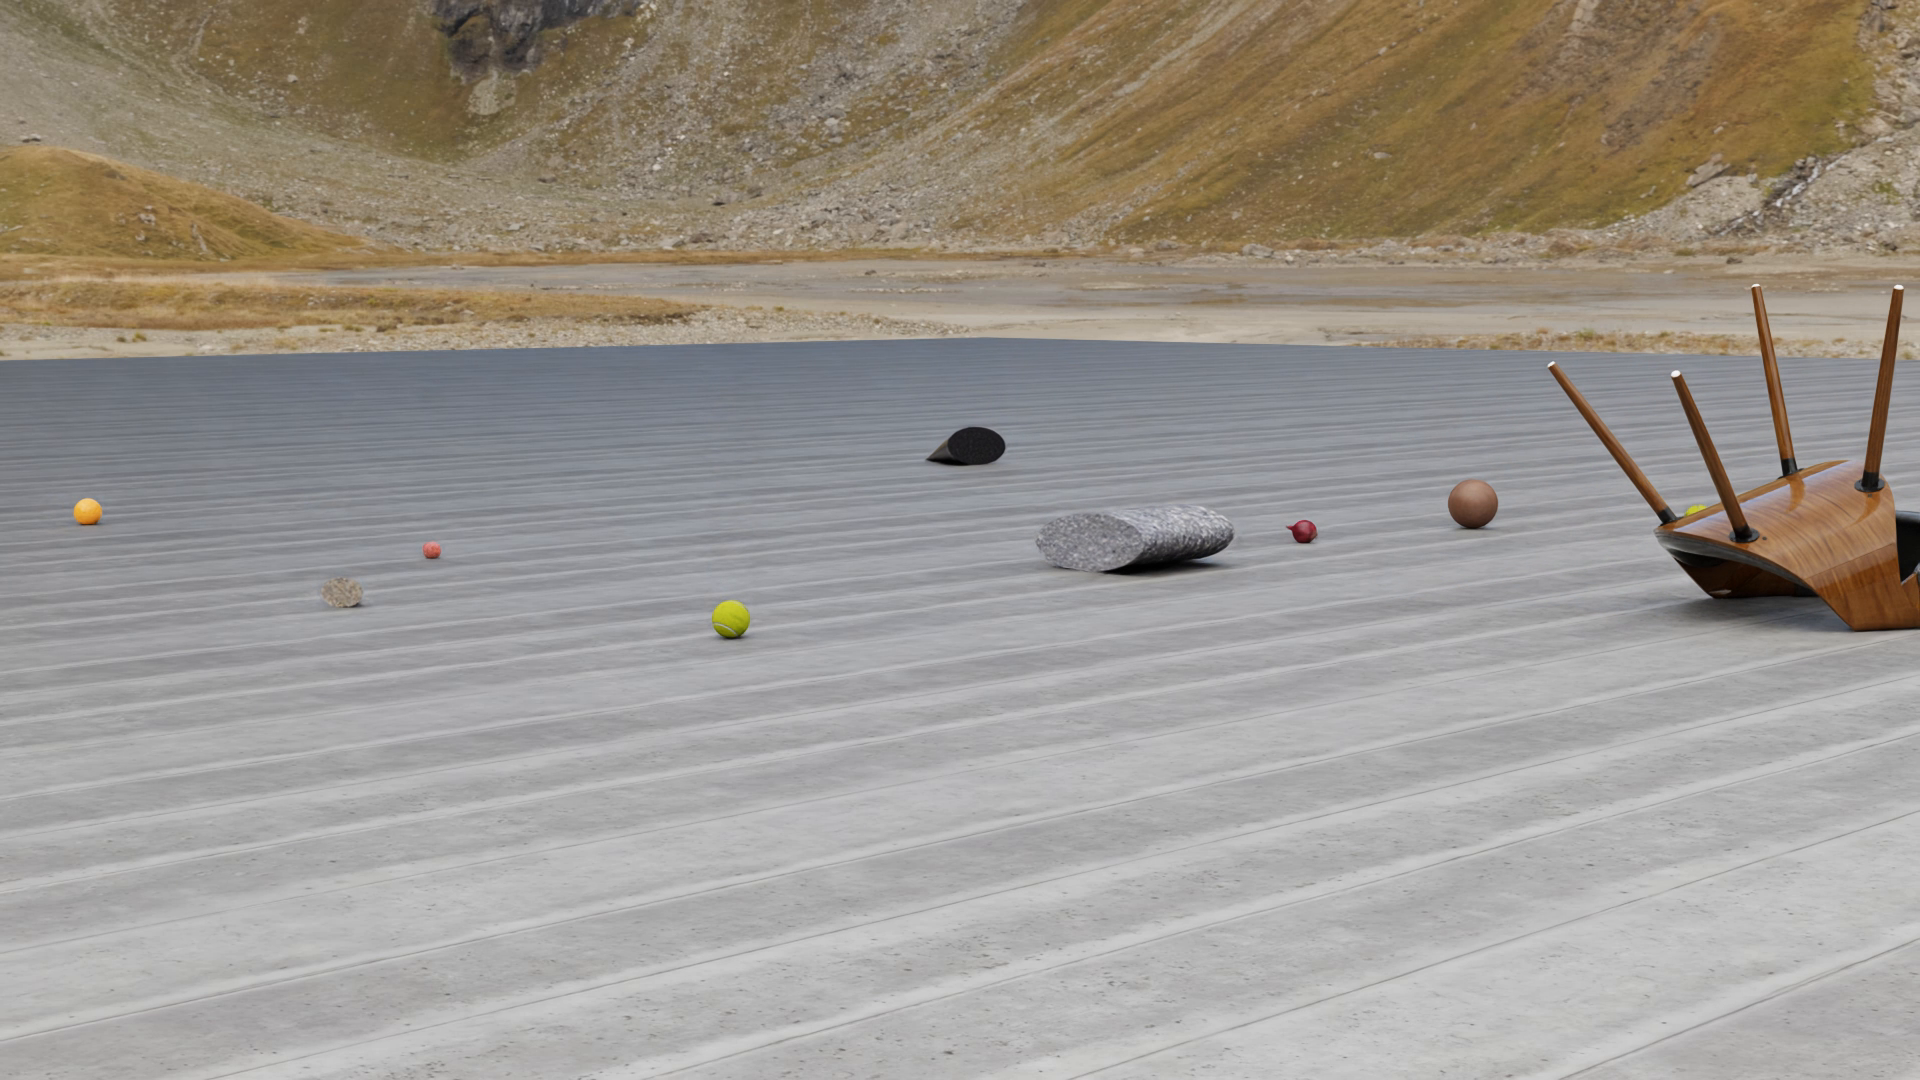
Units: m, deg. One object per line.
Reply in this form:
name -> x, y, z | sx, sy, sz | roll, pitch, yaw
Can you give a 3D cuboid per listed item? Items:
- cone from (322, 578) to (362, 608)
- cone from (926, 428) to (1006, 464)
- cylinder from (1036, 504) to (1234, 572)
cone -> -1.227, 0.114, 5.164 | 0.085, 0.061, 0.103 | 6, -10, 6
cone -> -0.033, -0.308, 9.080 | 0.258, 0.134, 0.303 | -3, -6, -38
cylinder -> 0.398, -0.006, 5.830 | 0.319, 0.130, 0.322 | 0, 4, 44
